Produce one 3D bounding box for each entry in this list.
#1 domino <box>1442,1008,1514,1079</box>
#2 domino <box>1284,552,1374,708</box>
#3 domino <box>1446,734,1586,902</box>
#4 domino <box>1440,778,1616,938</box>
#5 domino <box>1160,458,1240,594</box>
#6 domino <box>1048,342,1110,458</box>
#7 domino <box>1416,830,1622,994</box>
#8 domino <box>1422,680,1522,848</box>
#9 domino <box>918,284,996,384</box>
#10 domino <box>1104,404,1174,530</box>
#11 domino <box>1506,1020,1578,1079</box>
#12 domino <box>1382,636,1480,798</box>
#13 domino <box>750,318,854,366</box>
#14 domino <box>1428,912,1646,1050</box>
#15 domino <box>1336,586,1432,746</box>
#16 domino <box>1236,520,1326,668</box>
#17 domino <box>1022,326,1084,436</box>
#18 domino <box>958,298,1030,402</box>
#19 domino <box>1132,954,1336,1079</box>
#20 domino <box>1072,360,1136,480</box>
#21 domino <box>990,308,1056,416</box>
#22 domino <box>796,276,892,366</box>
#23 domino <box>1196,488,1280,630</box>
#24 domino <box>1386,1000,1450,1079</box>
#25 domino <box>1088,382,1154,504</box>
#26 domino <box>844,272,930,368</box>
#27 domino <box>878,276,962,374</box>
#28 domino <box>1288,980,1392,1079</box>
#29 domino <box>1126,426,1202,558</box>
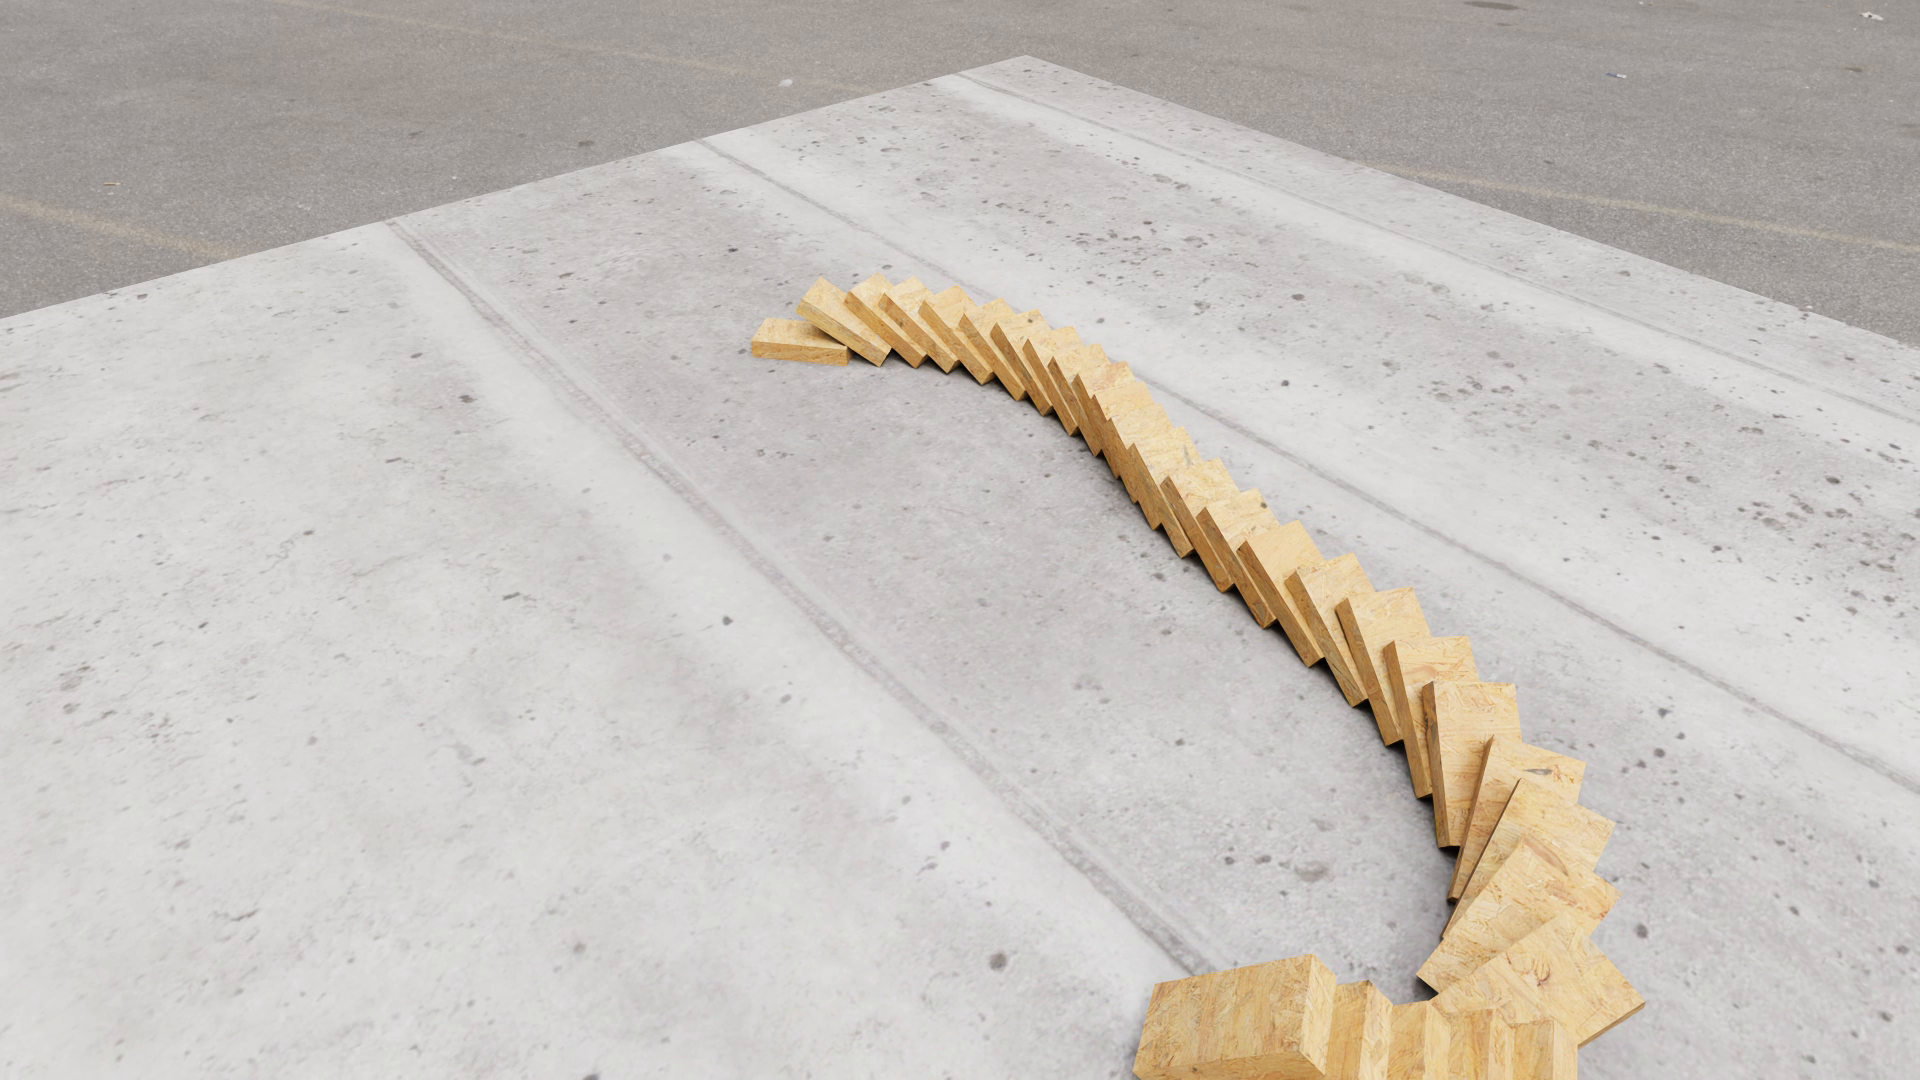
[{"bbox_3d":[0.104,0.128,0.261,0.009,0.050,0.025,46,44,-13],"label":"domino"},{"bbox_3d":[0.139,0.031,0.389,0.025,0.009,0.050,-15,68,-18],"label":"domino"},{"bbox_3d":[0.162,0.085,0.321,0.025,0.009,0.050,17,72,20],"label":"domino"},{"bbox_3d":[0.157,0.095,0.305,0.025,0.009,0.050,27,82,25],"label":"domino"},{"bbox_3d":[0.103,-0.006,0.434,0.025,0.009,0.050,-19,70,-22],"label":"domino"},{"bbox_3d":[0.063,-0.064,0.504,0.025,0.010,0.050,-19,72,-21],"label":"domino"},{"bbox_3d":[0.148,0.105,0.293,0.025,0.010,0.050,38,87,33],"label":"domino"},{"bbox_3d":[0.160,0.069,0.340,0.025,0.010,0.050,2,70,2],"label":"domino"},{"bbox_3d":[0.005,-0.103,0.550,0.025,0.010,0.050,-33,78,-38],"label":"domino"},{"bbox_3d":[0.083,-0.031,0.462,0.025,0.009,0.050,-17,73,-20],"label":"domino"},{"bbox_3d":[0.118,0.129,0.259,0.009,0.050,0.025,46,45,-13],"label":"domino"},{"bbox_3d":[0.156,0.057,0.356,0.025,0.009,0.050,-3,67,-3],"label":"domino"},{"bbox_3d":[-0.080,-0.103,0.569,0.050,0.009,0.025,7,40,8],"label":"domino"},{"bbox_3d":[0.141,0.119,0.277,0.050,0.010,0.025,-37,49,6],"label":"domino"},{"bbox_3d":[0.149,0.042,0.374,0.025,0.009,0.050,-8,68,-12],"label":"domino"},{"bbox_3d":[0.126,0.019,0.404,0.025,0.009,0.050,-19,68,-22],"label":"domino"},{"bbox_3d":[0.052,-0.075,0.517,0.025,0.009,0.050,-19,73,-23],"label":"domino"},{"bbox_3d":[0.024,-0.094,0.540,0.025,0.010,0.050,-29,75,-30],"label":"domino"},{"bbox_3d":[0.067,0.120,0.271,0.009,0.050,0.025,46,42,-13],"label":"domino"},{"bbox_3d":[0.072,-0.054,0.490,0.025,0.009,0.050,-16,73,-19],"label":"domino"},{"bbox_3d":[0.039,-0.086,0.529,0.025,0.010,0.050,-23,74,-28],"label":"domino"},{"bbox_3d":[-0.056,-0.111,0.561,0.050,0.010,0.025,32,41,-8],"label":"domino"},{"bbox_3d":[0.114,0.006,0.419,0.025,0.010,0.050,-19,69,-22],"label":"domino"},{"bbox_3d":[0.090,0.127,0.262,0.010,0.050,0.025,46,42,-13],"label":"domino"},{"bbox_3d":[0.077,-0.043,0.476,0.025,0.009,0.050,-16,73,-20],"label":"domino"},{"bbox_3d":[-0.032,-0.113,0.562,0.050,0.010,0.025,42,48,3],"label":"domino"},{"bbox_3d":[-0.015,-0.110,0.557,0.050,0.010,0.025,45,48,5],"label":"domino"},{"bbox_3d":[0.078,0.124,0.266,0.009,0.050,0.025,46,42,-13],"label":"domino"},{"bbox_3d":[0.091,-0.020,0.449,0.025,0.009,0.050,-19,74,-22],"label":"domino"}]
